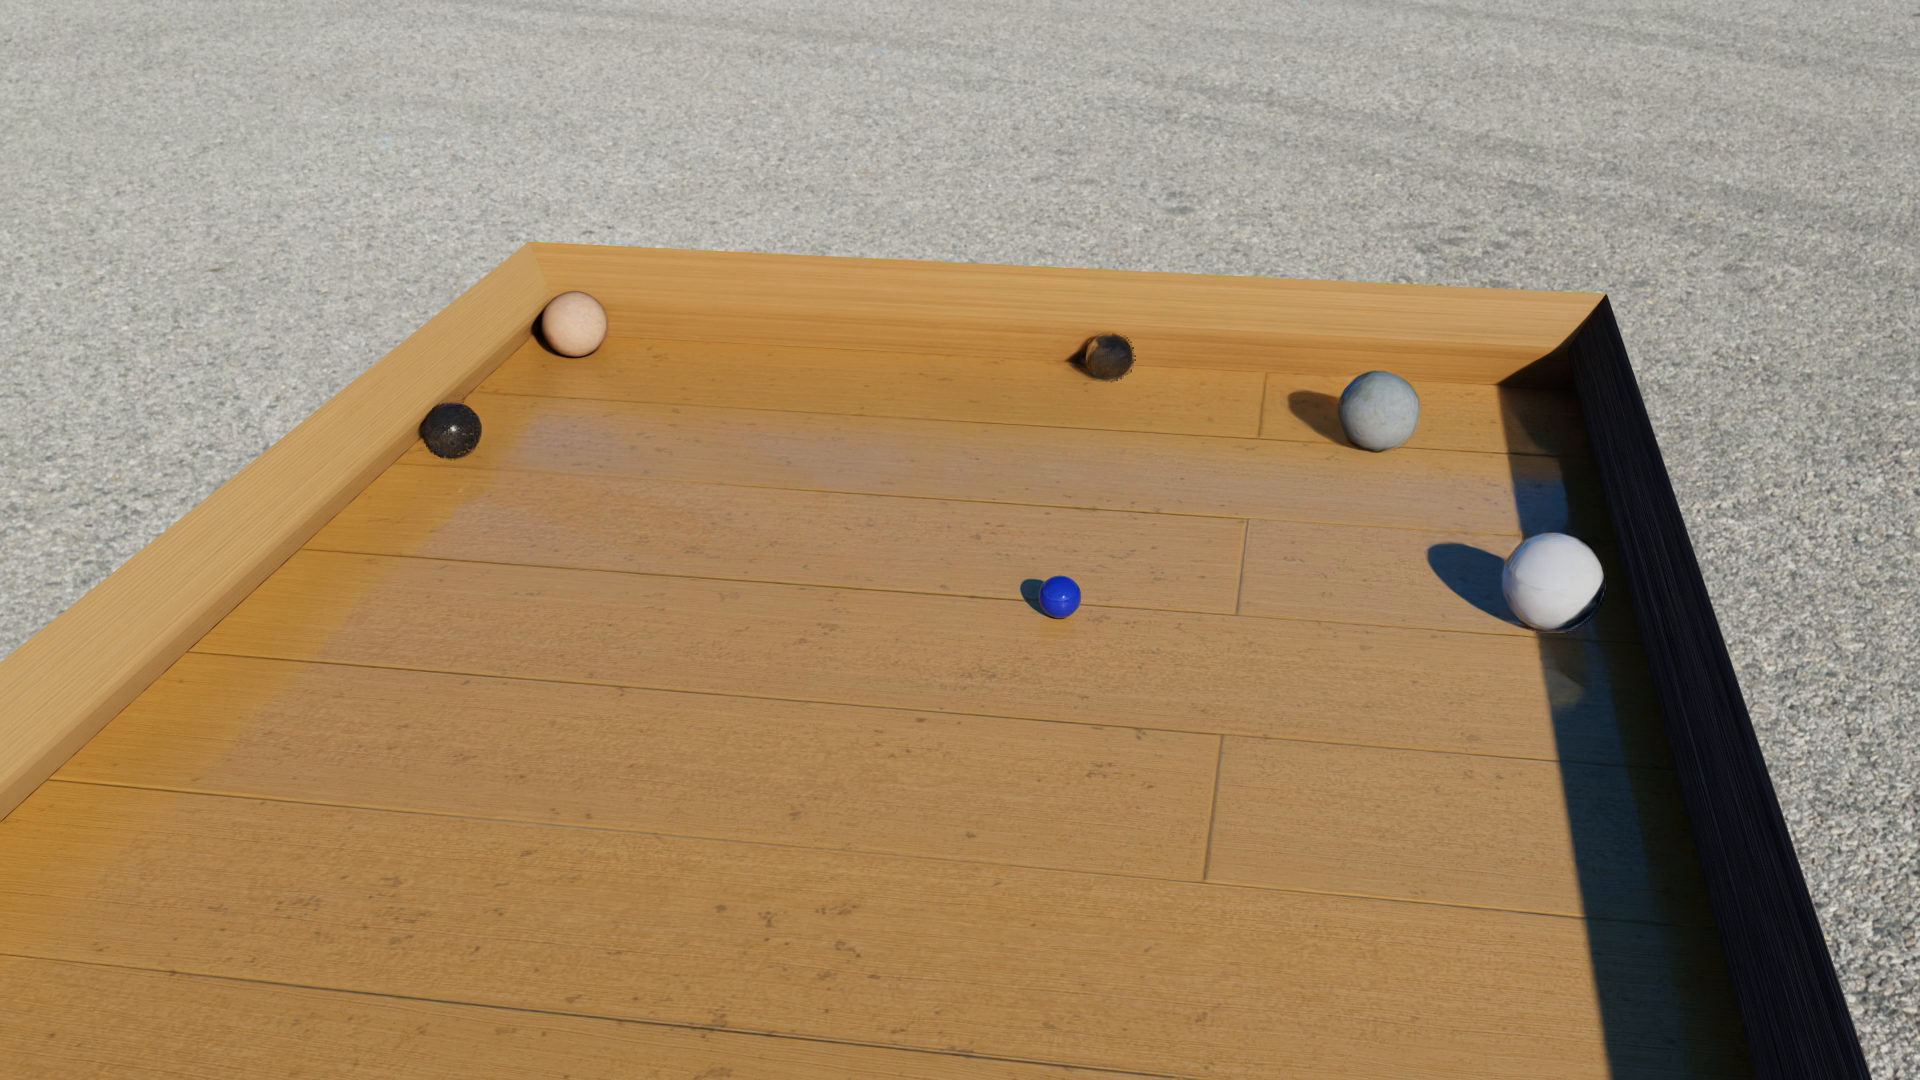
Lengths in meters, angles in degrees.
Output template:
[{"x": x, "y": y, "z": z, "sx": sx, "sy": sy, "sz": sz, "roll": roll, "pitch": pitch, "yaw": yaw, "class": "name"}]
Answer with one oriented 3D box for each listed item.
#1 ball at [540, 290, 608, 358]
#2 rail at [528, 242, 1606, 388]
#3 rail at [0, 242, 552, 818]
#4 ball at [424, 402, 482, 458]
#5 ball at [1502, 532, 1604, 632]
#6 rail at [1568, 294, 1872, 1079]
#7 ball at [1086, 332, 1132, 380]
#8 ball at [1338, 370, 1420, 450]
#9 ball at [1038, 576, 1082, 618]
[{"x": -0.512, "y": -0.287, "z": 2.921, "sx": 0.088, "sy": 0.088, "sz": 0.088, "roll": 0, "pitch": 24, "yaw": 0, "class": "ball"}, {"x": 0.110, "y": -0.289, "z": 2.875, "sx": 1.420, "sy": 0.127, "sz": 0.045, "roll": 4, "pitch": 24, "yaw": 9, "class": "rail"}, {"x": -0.791, "y": 0.199, "z": 1.761, "sx": 0.045, "sy": 0.127, "sz": 2.745, "roll": 4, "pitch": 24, "yaw": 9, "class": "rail"}, {"x": -0.597, "y": -0.129, "z": 2.589, "sx": 0.066, "sy": 0.066, "sz": 0.066, "roll": 0, "pitch": 24, "yaw": 0, "class": "ball"}, {"x": 0.582, "y": 0.041, "z": 2.160, "sx": 0.098, "sy": 0.098, "sz": 0.098, "roll": 0, "pitch": 24, "yaw": 0, "class": "ball"}, {"x": 0.563, "y": 0.291, "z": 1.552, "sx": 0.045, "sy": 0.127, "sz": 2.745, "roll": 4, "pitch": 24, "yaw": 9, "class": "rail"}, {"x": 0.193, "y": -0.237, "z": 2.840, "sx": 0.061, "sy": 0.061, "sz": 0.061, "roll": 0, "pitch": 24, "yaw": 0, "class": "ball"}, {"x": 0.497, "y": -0.153, "z": 2.607, "sx": 0.095, "sy": 0.095, "sz": 0.095, "roll": 0, "pitch": 24, "yaw": 0, "class": "ball"}, {"x": 0.100, "y": 0.057, "z": 2.193, "sx": 0.043, "sy": 0.043, "sz": 0.043, "roll": 0, "pitch": 24, "yaw": 0, "class": "ball"}]
